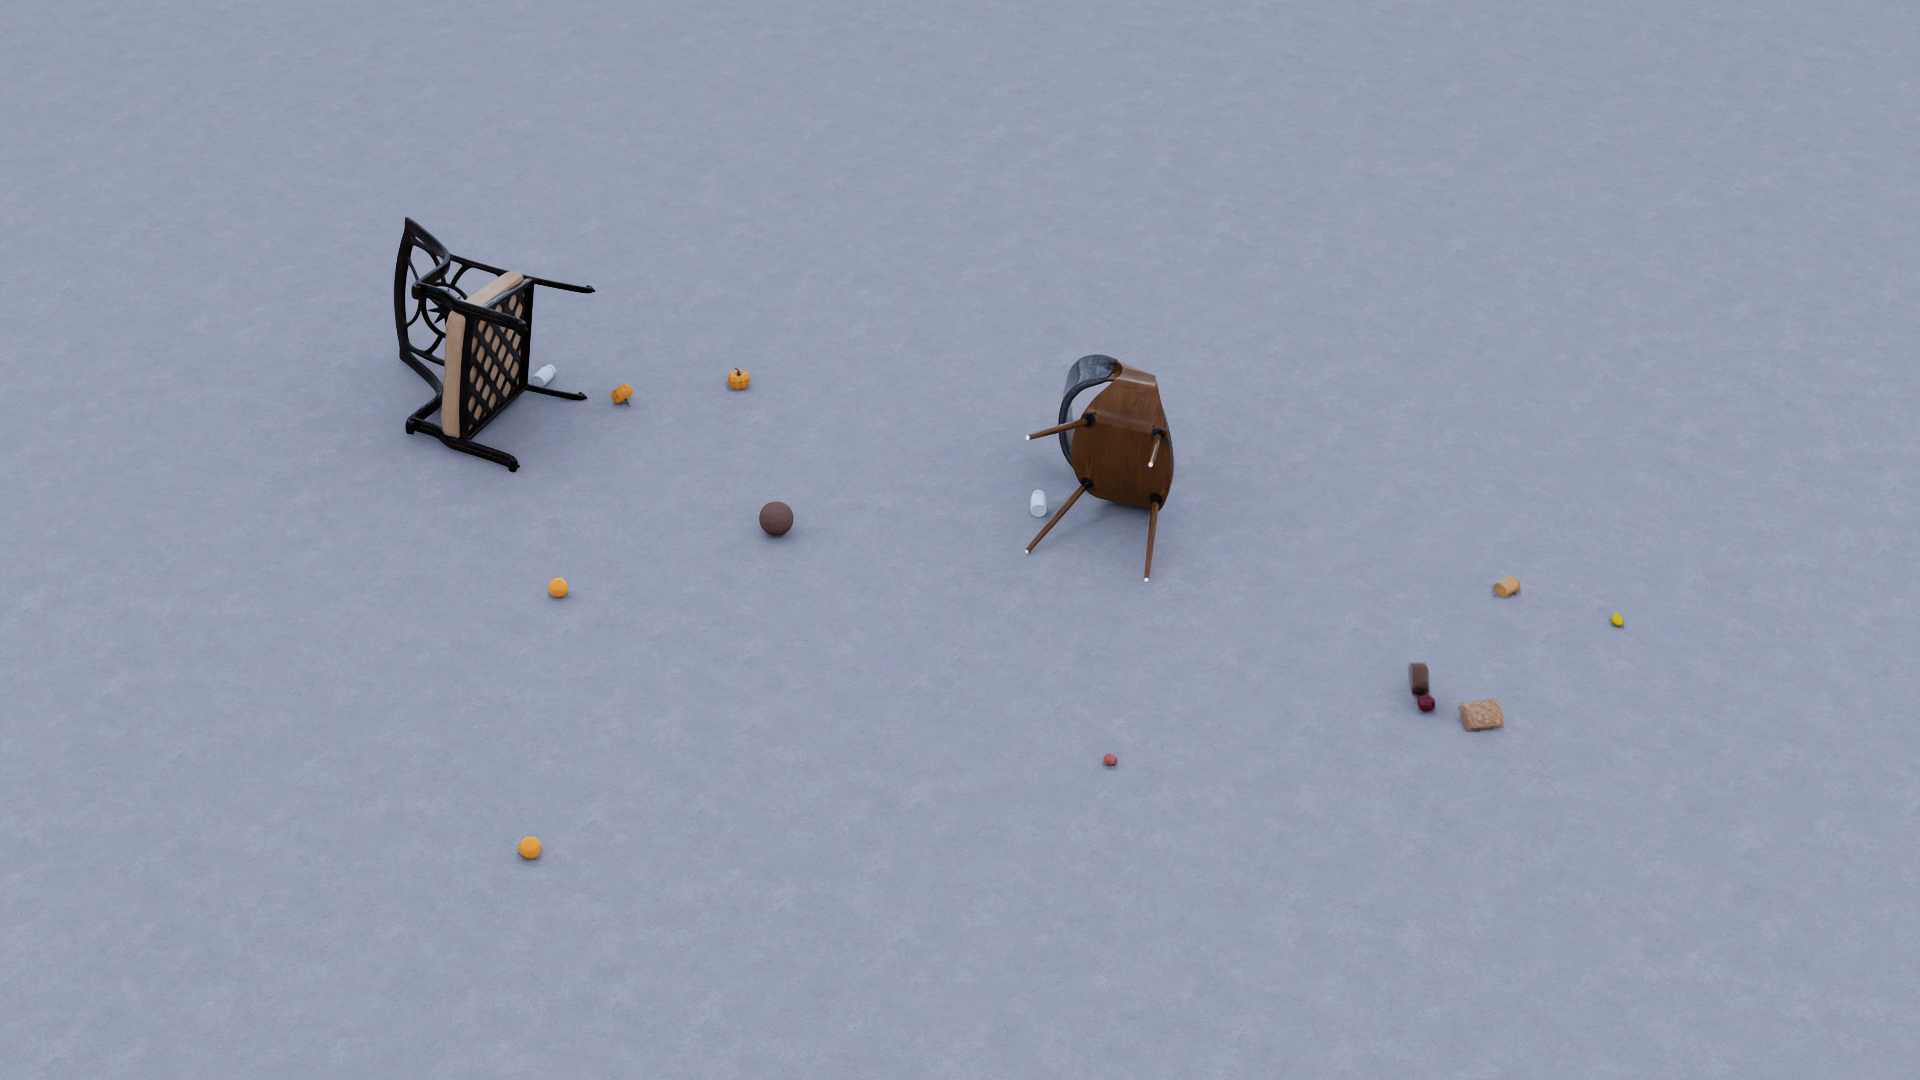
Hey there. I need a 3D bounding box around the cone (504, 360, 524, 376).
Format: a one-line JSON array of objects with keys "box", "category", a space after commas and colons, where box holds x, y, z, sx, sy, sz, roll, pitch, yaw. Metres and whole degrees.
[{"box": [-1.806, -0.700, 11.982, 0.108, 0.059, 0.069, 30, 20, 37], "category": "cone"}]

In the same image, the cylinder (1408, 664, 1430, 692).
[{"box": [1.587, 0.479, 10.141, 0.055, 0.082, 0.109, 1, 44, -1], "category": "cylinder"}]

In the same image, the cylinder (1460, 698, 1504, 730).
[{"box": [1.776, 0.593, 9.980, 0.125, 0.065, 0.106, -7, 53, -11], "category": "cylinder"}]
